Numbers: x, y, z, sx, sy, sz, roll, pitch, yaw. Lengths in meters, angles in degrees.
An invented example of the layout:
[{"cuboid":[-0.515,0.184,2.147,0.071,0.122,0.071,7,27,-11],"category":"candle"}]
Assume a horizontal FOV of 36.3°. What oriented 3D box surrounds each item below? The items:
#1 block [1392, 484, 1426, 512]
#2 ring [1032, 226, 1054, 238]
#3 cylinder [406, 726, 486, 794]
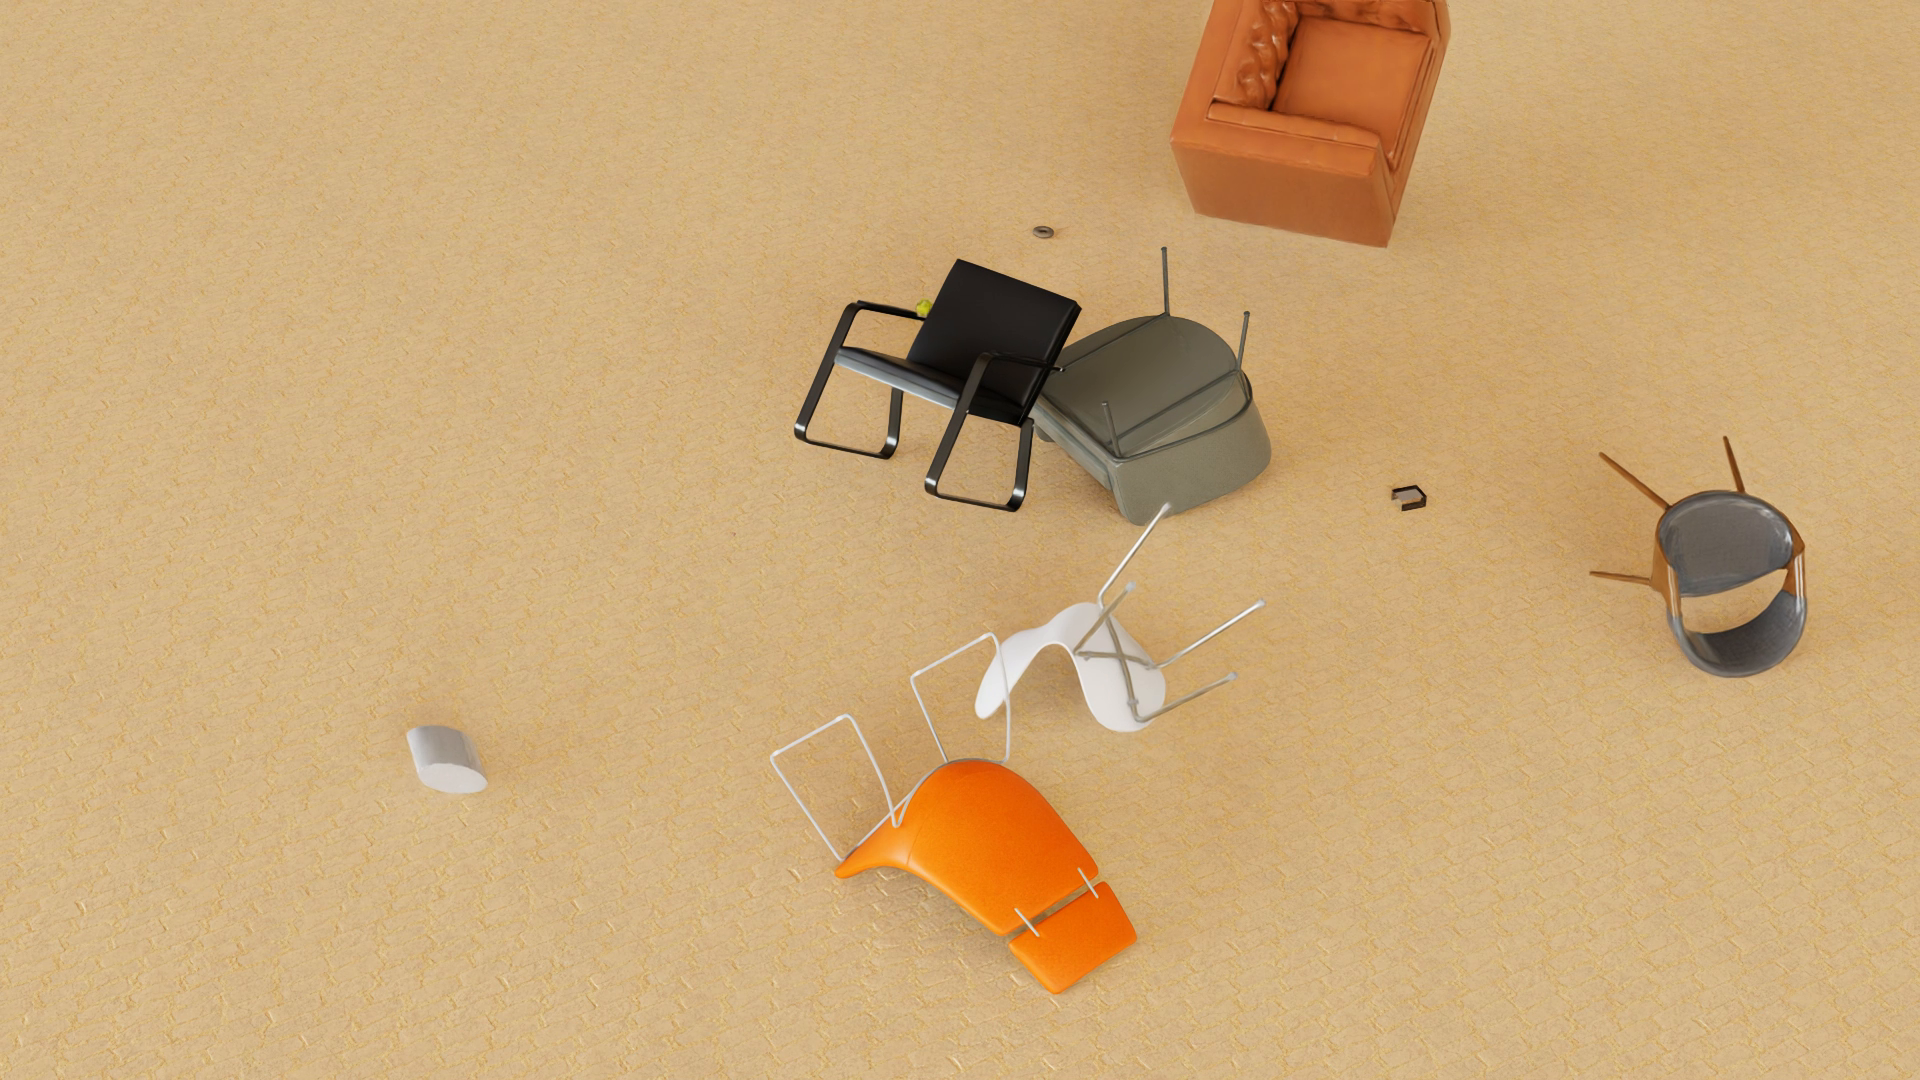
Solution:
[{"cuboid":[1.706,-0.159,11.141,0.104,0.049,0.086,-11,35,-16],"category":"block"},{"cuboid":[0.369,-1.364,12.993,0.091,0.025,0.102,-24,40,-34],"category":"ring"},{"cuboid":[-1.700,0.727,9.706,0.239,0.112,0.220,16,24,-30],"category":"cylinder"}]
